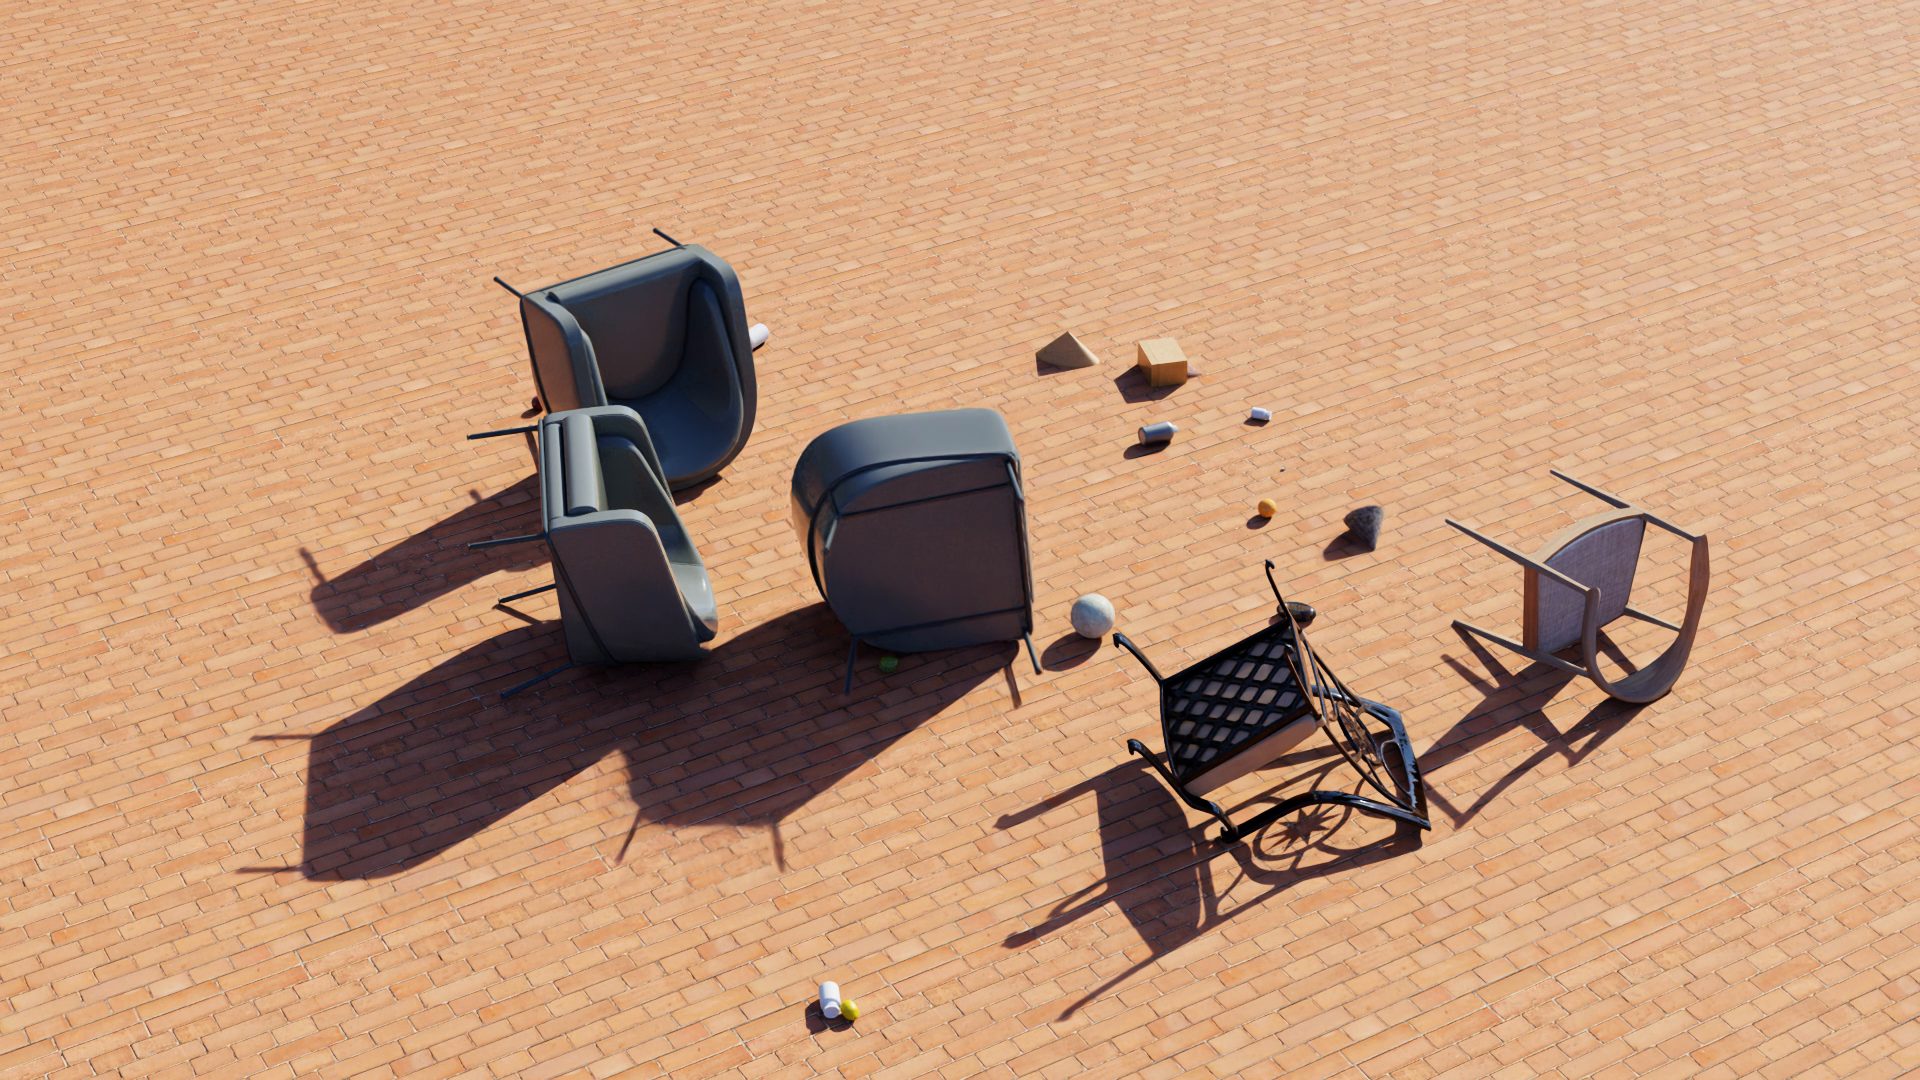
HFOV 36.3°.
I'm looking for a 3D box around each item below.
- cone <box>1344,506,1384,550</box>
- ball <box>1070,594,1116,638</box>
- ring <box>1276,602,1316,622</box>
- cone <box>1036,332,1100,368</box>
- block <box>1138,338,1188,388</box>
[{"bbox_3d":[1.524,-0.024,10.920,0.159,0.147,0.151,6,56,-32],"label":"cone"},{"bbox_3d":[0.470,0.270,10.391,0.159,0.159,0.159,0,33,0],"label":"ball"},{"bbox_3d":[1.206,0.257,10.513,0.145,0.046,0.083,9,33,12],"label":"ring"},{"bbox_3d":[0.442,-0.805,12.051,0.273,0.126,0.151,10,35,14],"label":"cone"},{"bbox_3d":[0.825,-0.725,11.948,0.151,0.106,0.196,-8,34,-11],"label":"block"}]
